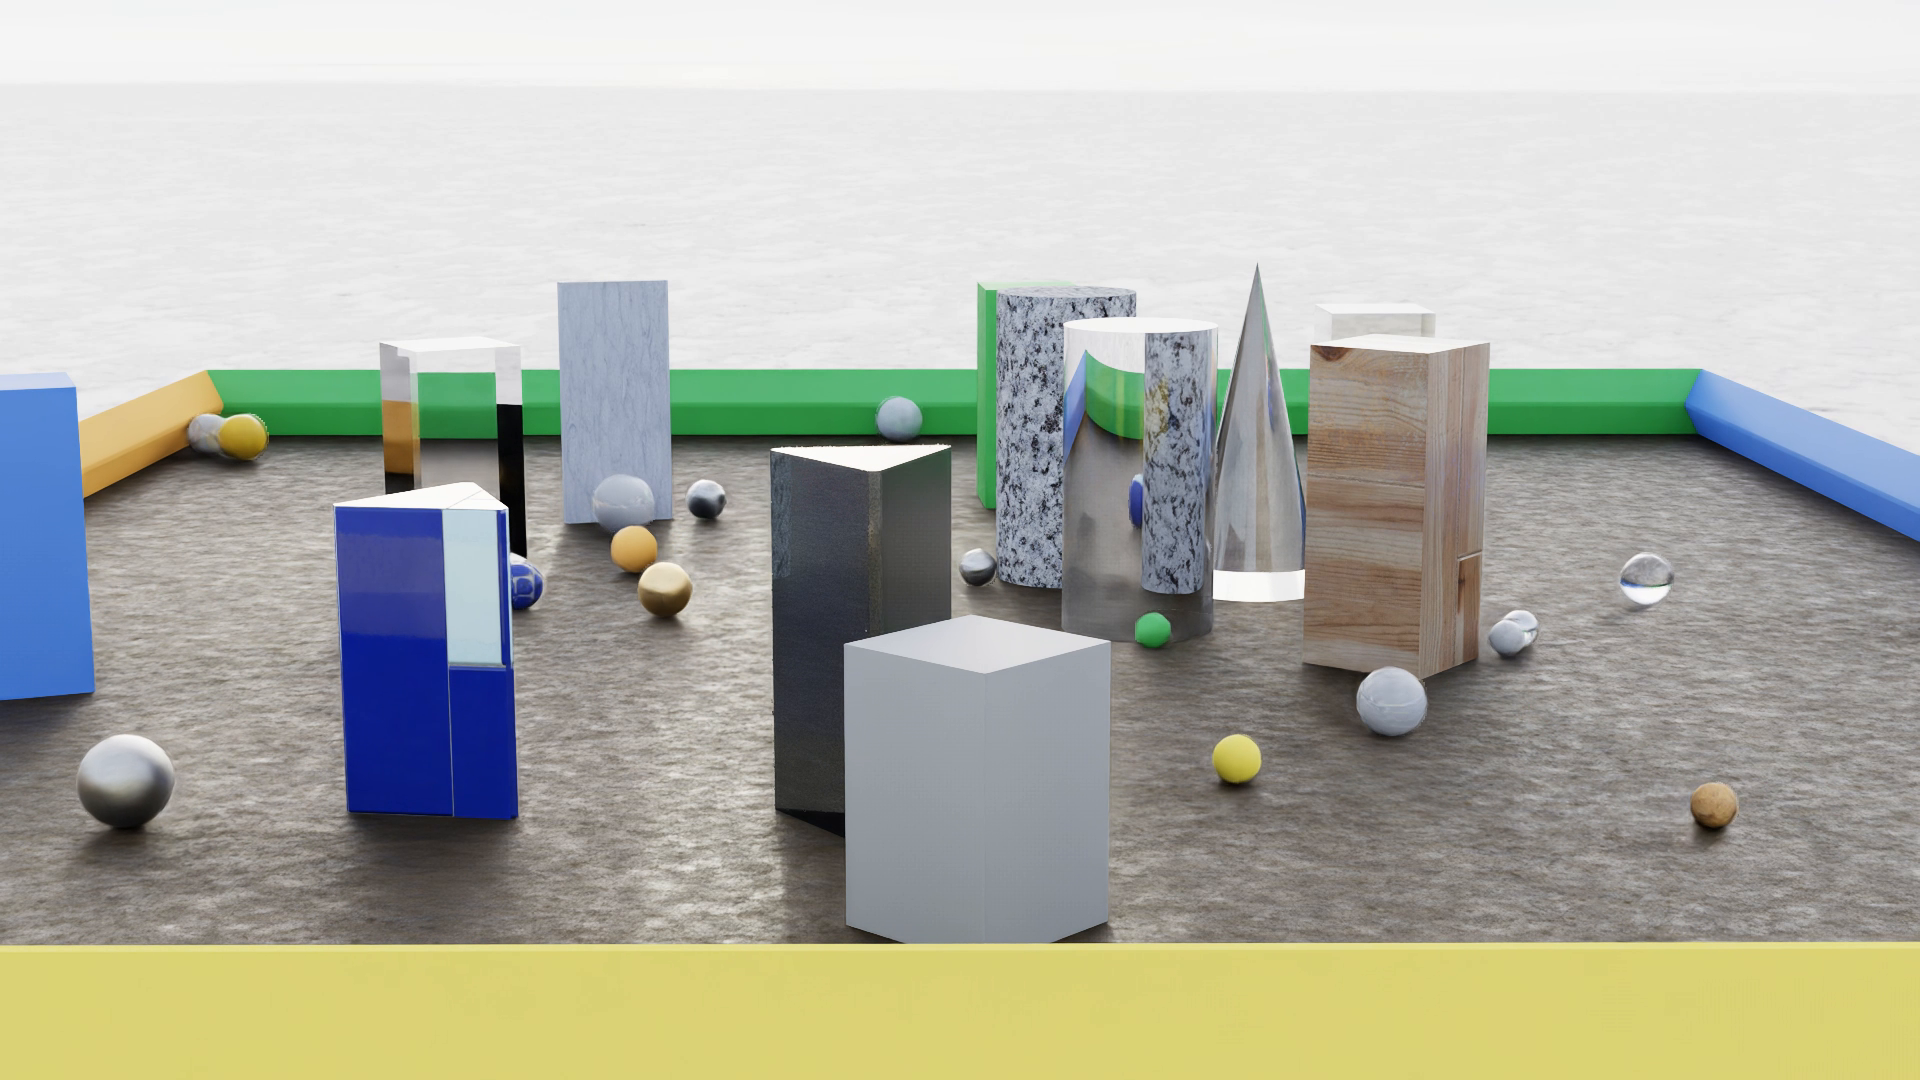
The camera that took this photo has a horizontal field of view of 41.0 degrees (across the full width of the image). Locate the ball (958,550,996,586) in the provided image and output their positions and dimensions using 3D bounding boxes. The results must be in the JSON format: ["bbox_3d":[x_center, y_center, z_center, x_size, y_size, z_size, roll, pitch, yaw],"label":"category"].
[{"bbox_3d":[0.025,0.039,3.633,0.053,0.053,0.053,0,10,0],"label":"ball"}]

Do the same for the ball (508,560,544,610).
[{"bbox_3d":[-0.598,0.061,3.481,0.065,0.065,0.065,0,10,0],"label":"ball"}]

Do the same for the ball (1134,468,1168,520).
[{"bbox_3d":[0.293,-0.074,4.155,0.087,0.087,0.087,0,10,0],"label":"ball"}]

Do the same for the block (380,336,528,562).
[{"bbox_3d":[-0.757,-0.133,3.831,0.159,0.320,0.159,-6,12,-31],"label":"block"}]

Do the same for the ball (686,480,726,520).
[{"bbox_3d":[-0.412,-0.066,4.169,0.064,0.064,0.064,0,10,0],"label":"ball"}]

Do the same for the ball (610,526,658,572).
[{"bbox_3d":[-0.474,0.014,3.729,0.068,0.068,0.068,0,10,0],"label":"ball"}]

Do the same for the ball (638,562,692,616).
[{"bbox_3d":[-0.395,0.066,3.434,0.072,0.072,0.072,0,10,0],"label":"ball"}]

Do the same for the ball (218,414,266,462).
[{"bbox_3d":[-1.339,-0.191,4.781,0.088,0.088,0.088,0,10,0],"label":"ball"}]

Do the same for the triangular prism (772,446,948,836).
[{"bbox_3d":[-0.071,0.093,2.495,0.149,0.360,0.173,-8,13,-36],"label":"triangular prism"}]

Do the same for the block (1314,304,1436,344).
[{"bbox_3d":[0.644,-0.186,4.021,0.159,0.354,0.159,0,10,-2],"label":"block"}]

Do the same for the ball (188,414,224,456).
[{"bbox_3d":[-1.420,-0.200,4.855,0.079,0.079,0.079,0,10,0],"label":"ball"}]

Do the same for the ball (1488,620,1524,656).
[{"bbox_3d":[0.683,0.123,3.206,0.044,0.044,0.044,0,10,0],"label":"ball"}]

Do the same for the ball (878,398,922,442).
[{"bbox_3d":[-0.118,-0.235,5.020,0.088,0.088,0.088,0,10,0],"label":"ball"}]

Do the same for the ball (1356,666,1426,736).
[{"bbox_3d":[0.474,0.177,2.822,0.076,0.076,0.076,0,10,0],"label":"ball"}]

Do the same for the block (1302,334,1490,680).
[{"bbox_3d":[0.535,-0.045,3.151,0.159,0.394,0.159,8,13,37],"label":"block"}]

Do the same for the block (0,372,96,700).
[{"bbox_3d":[-1.123,-0.007,3.032,0.159,0.362,0.159,-4,11,-23],"label":"block"}]

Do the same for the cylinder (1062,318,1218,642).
[{"bbox_3d":[0.233,-0.082,3.340,0.199,0.397,0.199,0,10,0],"label":"cylinder"}]

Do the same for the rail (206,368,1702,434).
[{"bbox_3d":[-0.010,-0.272,5.100,2.984,0.129,0.045,0,10,0],"label":"rail"}]

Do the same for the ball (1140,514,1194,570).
[{"bbox_3d":[0.303,0.002,3.755,0.081,0.081,0.081,0,10,0],"label":"ball"}]

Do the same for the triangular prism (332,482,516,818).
[{"bbox_3d":[-0.512,0.106,2.572,0.173,0.308,0.149,1,11,7],"label":"triangular prism"}]

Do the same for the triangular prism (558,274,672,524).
[{"bbox_3d":[-0.571,-0.235,4.195,0.173,0.388,0.149,-3,11,-14],"label":"triangular prism"}]

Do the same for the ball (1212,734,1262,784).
[{"bbox_3d":[0.284,0.225,2.635,0.050,0.050,0.050,0,10,0],"label":"ball"}]

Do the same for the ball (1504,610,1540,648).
[{"bbox_3d":[0.710,0.112,3.251,0.048,0.048,0.048,0,10,0],"label":"ball"}]

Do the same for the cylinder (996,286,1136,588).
[{"bbox_3d":[0.151,-0.151,3.682,0.199,0.410,0.199,0,10,0],"label":"cylinder"}]

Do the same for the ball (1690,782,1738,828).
[{"bbox_3d":[0.729,0.257,2.483,0.044,0.044,0.044,0,10,0],"label":"ball"}]

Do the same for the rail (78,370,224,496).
[{"bbox_3d":[-1.468,0.035,3.440,0.045,0.129,3.406,0,10,0],"label":"rail"}]

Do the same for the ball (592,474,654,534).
[{"bbox_3d":[-0.528,-0.056,4.030,0.097,0.097,0.097,0,10,0],"label":"ball"}]

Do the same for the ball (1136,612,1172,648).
[{"bbox_3d":[0.245,0.114,3.248,0.045,0.045,0.045,0,10,0],"label":"ball"}]

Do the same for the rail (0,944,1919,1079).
[{"bbox_3d":[0.010,0.339,1.797,2.984,0.129,0.045,0,10,0],"label":"rail"}]

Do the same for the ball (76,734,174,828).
[{"bbox_3d":[-0.807,0.233,2.482,0.090,0.090,0.090,0,10,0],"label":"ball"}]

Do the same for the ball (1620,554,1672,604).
[{"bbox_3d":[0.938,0.054,3.509,0.069,0.069,0.069,0,10,0],"label":"ball"}]

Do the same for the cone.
[{"bbox_3d":[0.411,-0.160,3.588,0.199,0.461,0.199,0,10,0],"label":"cone"}]

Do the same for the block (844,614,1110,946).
[{"bbox_3d":[0.015,0.208,2.186,0.159,0.247,0.159,9,14,42],"label":"block"}]

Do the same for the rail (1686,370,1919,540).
[{"bbox_3d":[1.468,0.032,3.457,0.045,0.129,3.406,0,10,0],"label":"rail"}]

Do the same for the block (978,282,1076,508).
[{"bbox_3d":[0.115,-0.247,4.325,0.159,0.364,0.159,-1,11,-4],"label":"block"}]
